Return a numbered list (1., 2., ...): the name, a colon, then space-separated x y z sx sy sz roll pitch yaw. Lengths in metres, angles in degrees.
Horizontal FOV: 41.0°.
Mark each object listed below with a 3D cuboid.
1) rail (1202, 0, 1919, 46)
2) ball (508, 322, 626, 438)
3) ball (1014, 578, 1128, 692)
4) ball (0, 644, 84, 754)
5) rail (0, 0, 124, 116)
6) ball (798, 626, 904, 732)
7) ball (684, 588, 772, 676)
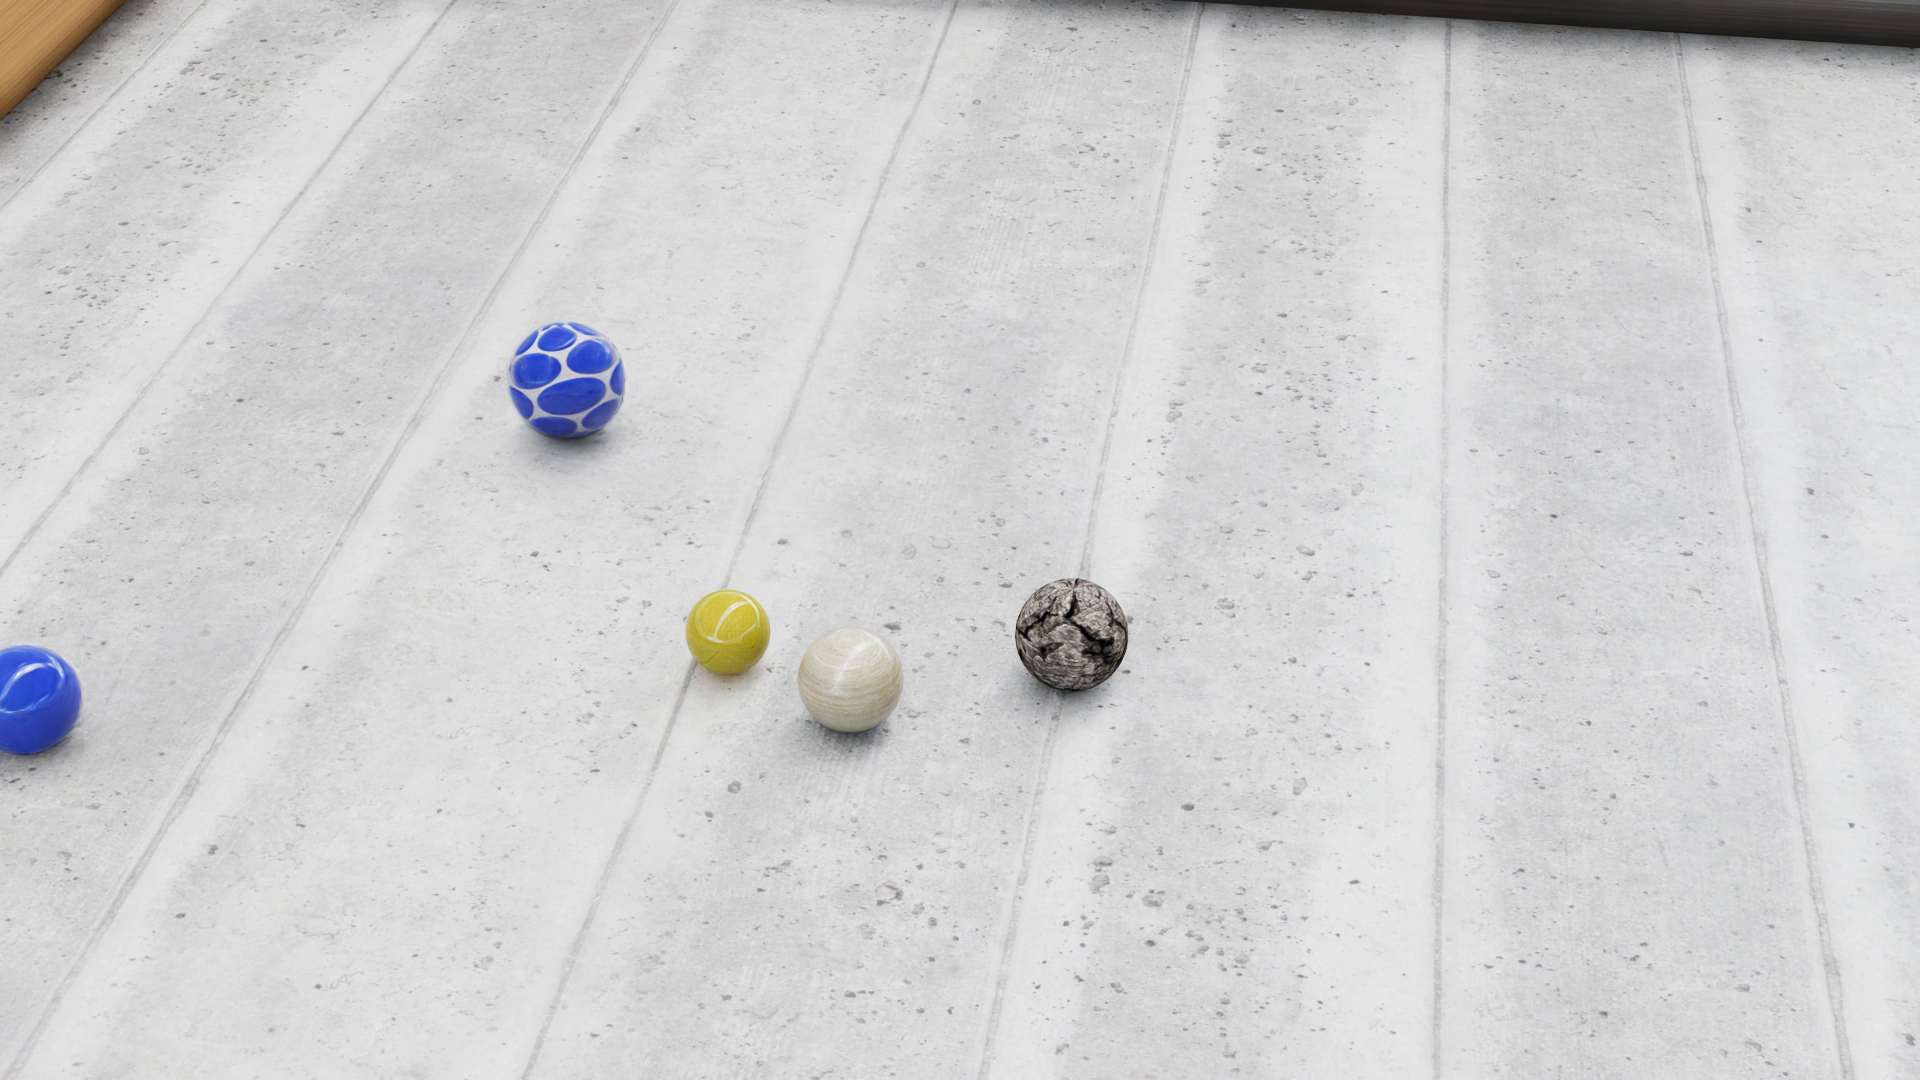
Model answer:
1. rail: 1.147 -0.500 2.442 4.001 0.115 0.045 5 35 7
2. ball: -0.295 -0.120 1.927 0.088 0.088 0.088 0 35 0
3. ball: 0.073 0.062 1.680 0.075 0.075 0.075 0 35 0
4. ball: -0.594 0.101 1.629 0.070 0.070 0.070 0 35 0
5. rail: -0.964 -0.106 1.882 0.045 0.115 2.064 5 35 7
6. ball: -0.070 0.090 1.647 0.068 0.068 0.068 0 35 0
7. ball: -0.153 0.061 1.697 0.057 0.057 0.057 0 35 0
